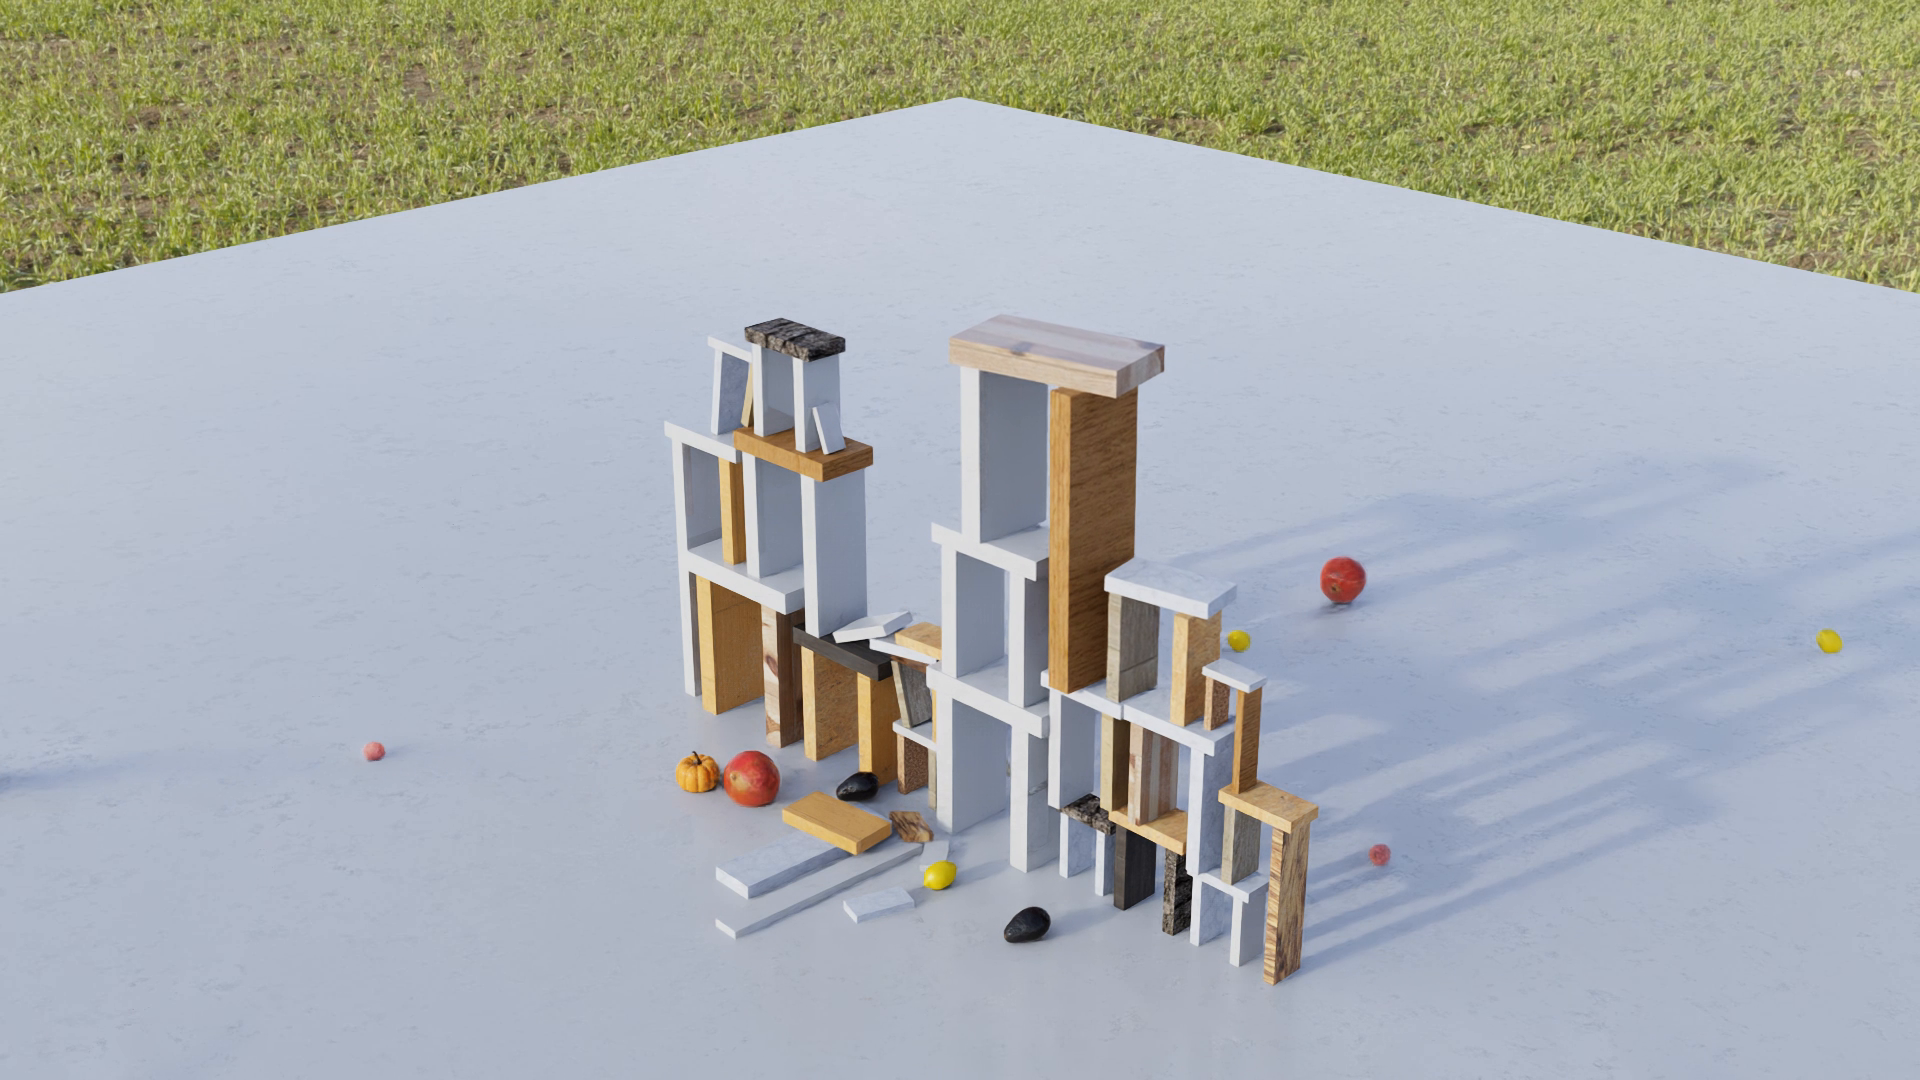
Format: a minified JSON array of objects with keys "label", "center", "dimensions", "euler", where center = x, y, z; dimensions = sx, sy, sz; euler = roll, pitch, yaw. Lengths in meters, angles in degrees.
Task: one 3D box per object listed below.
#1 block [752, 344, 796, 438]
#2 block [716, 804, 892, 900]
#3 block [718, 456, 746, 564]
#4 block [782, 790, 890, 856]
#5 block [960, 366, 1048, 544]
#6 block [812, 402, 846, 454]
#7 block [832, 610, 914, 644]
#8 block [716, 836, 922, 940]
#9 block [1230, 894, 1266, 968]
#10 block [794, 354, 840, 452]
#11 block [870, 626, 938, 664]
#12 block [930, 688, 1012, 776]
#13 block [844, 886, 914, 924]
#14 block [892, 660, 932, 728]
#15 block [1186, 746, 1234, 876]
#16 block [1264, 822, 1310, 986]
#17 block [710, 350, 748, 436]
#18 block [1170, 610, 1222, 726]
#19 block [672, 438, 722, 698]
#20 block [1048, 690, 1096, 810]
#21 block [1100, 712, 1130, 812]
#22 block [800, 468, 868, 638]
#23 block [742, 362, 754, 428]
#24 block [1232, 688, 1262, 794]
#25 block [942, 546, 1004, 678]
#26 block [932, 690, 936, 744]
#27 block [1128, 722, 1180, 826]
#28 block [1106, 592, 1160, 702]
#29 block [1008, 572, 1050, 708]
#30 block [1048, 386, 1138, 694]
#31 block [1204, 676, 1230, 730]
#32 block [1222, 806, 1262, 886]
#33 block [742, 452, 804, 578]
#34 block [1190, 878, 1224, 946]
[{"label":"block","center":[-0.377,-0.318,4.501],"dimensions":[0.098,0.195,0.028],"euler":[-21,32,-40]},{"label":"block","center":[-0.301,0.605,4.298],"dimensions":[0.361,0.028,0.099],"euler":[-20,30,-38]},{"label":"block","center":[-0.452,-0.077,4.685],"dimensions":[0.034,0.238,0.119],"euler":[21,31,41]},{"label":"block","center":[-0.244,0.557,4.340],"dimensions":[0.199,0.028,0.099],"euler":[18,29,36]},{"label":"block","center":[0.083,-0.180,4.063],"dimensions":[0.172,0.344,0.049],"euler":[-19,29,-38]},{"label":"block","center":[-0.263,-0.225,4.412],"dimensions":[0.048,0.096,0.014],"euler":[-21,11,-41]},{"label":"block","center":[-0.177,0.177,4.470],"dimensions":[0.081,0.023,0.161],"euler":[-27,11,-41]},{"label":"block","center":[-0.262,0.657,4.192],"dimensions":[0.458,0.017,0.059],"euler":[-20,30,-38]},{"label":"block","center":[0.518,0.691,3.953],"dimensions":[0.020,0.139,0.070],"euler":[21,31,41]},{"label":"block","center":[-0.286,-0.282,4.418],"dimensions":[0.098,0.195,0.028],"euler":[-21,31,-41]},{"label":"block","center":[-0.092,0.211,4.419],"dimensions":[0.161,0.023,0.081],"euler":[13,26,31]},{"label":"block","center":[0.011,0.385,4.645],"dimensions":[0.048,0.014,0.303],"euler":[-4,47,-49]},{"label":"block","center":[-0.152,0.684,4.127],"dimensions":[0.119,0.017,0.059],"euler":[-11,25,-25]},{"label":"block","center":[-0.096,0.302,4.465],"dimensions":[0.070,0.140,0.020],"euler":[-21,17,-41]},{"label":"block","center":[0.453,0.468,3.930],"dimensions":[0.102,0.250,0.029],"euler":[-21,30,-40]},{"label":"block","center":[0.575,0.631,3.869],"dimensions":[0.022,0.317,0.079],"euler":[21,31,41]},{"label":"block","center":[-0.482,-0.320,4.618],"dimensions":[0.076,0.194,0.021],"euler":[-21,39,-41]},{"label":"block","center":[0.416,0.214,3.870],"dimensions":[0.029,0.208,0.104],"euler":[18,29,37]},{"label":"block","center":[-0.564,0.051,4.861],"dimensions":[0.034,0.610,0.119],"euler":[21,31,41]},{"label":"block","center":[0.212,0.380,4.151],"dimensions":[0.028,0.244,0.099],"euler":[21,31,40]},{"label":"block","center":[0.304,0.394,4.057],"dimensions":[0.099,0.197,0.028],"euler":[-21,30,-40]},{"label":"block","center":[-0.257,0.016,4.516],"dimensions":[0.138,0.351,0.039],"euler":[-21,31,-41]},{"label":"block","center":[-0.406,-0.310,4.540],"dimensions":[0.076,0.151,0.021],"euler":[-21,46,-40]},{"label":"block","center":[0.499,0.343,3.826],"dimensions":[0.051,0.201,0.015],"euler":[-21,31,-41]},{"label":"block","center":[0.026,0.119,4.240],"dimensions":[0.038,0.269,0.135],"euler":[21,31,40]},{"label":"block","center":[-0.022,0.333,4.393],"dimensions":[0.020,0.140,0.070],"euler":[21,31,40]},{"label":"block","center":[0.354,0.411,4.007],"dimensions":[0.102,0.204,0.029],"euler":[-20,30,-39]},{"label":"block","center":[0.313,0.177,3.968],"dimensions":[0.104,0.216,0.029],"euler":[-20,30,-39]},{"label":"block","center":[0.153,0.168,4.125],"dimensions":[0.135,0.269,0.038],"euler":[-21,31,-40]},{"label":"block","center":[0.239,-0.012,3.958],"dimensions":[0.172,0.571,0.049],"euler":[-20,29,-39]},{"label":"block","center":[0.451,0.278,3.853],"dimensions":[0.015,0.103,0.051],"euler":[20,30,39]},{"label":"block","center":[0.501,0.528,3.907],"dimensions":[0.079,0.157,0.022],"euler":[-21,31,-40]},{"label":"block","center":[-0.386,-0.070,4.621],"dimensions":[0.039,0.275,0.138],"euler":[21,31,41]},{"label":"block","center":[0.453,0.665,4.014],"dimensions":[0.070,0.140,0.020],"euler":[-21,31,-40]}]
